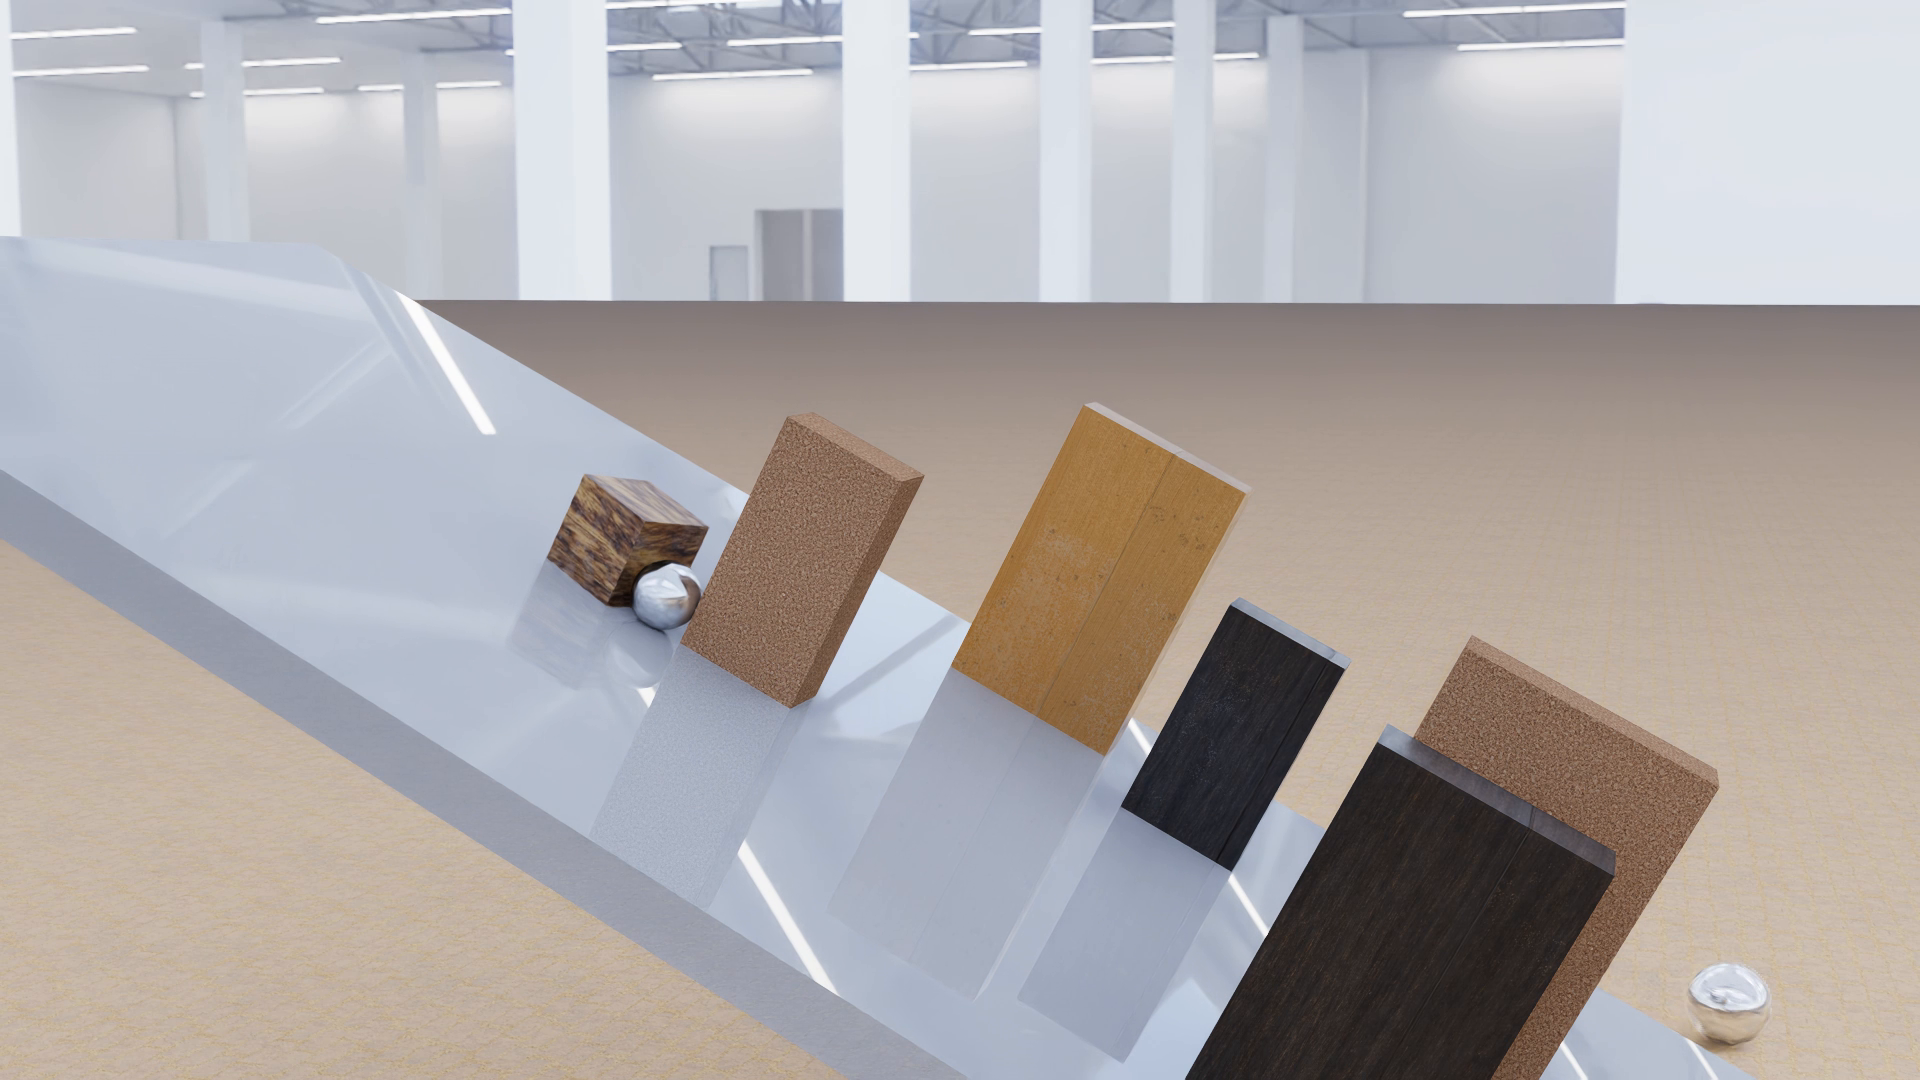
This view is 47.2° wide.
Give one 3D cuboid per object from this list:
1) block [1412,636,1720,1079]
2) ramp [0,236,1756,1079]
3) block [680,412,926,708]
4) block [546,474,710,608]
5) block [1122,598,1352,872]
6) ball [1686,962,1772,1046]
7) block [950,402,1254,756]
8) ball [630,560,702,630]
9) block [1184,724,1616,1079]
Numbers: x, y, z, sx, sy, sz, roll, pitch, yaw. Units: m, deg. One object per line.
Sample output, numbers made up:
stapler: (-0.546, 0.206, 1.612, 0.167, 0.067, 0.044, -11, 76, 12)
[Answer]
block: (0.806, 0.593, 3.482, 0.423, 0.768, 0.126, 30, 14, 12)
ramp: (-0.231, 0.386, 4.152, 4.000, 0.100, 2.000, 30, 14, 12)
block: (-0.294, 0.036, 4.091, 0.247, 0.481, 0.134, 30, 14, 12)
block: (-0.635, 0.004, 4.208, 0.182, 0.182, 0.182, 35, 16, 31)
block: (0.549, 0.386, 4.383, 0.255, 0.471, 0.109, 30, 14, 12)
ball: (1.849, 1.116, 5.295, 0.195, 0.195, 0.195, 0, 7, 0)
block: (0.299, 0.082, 4.675, 0.386, 0.639, 0.109, 30, 14, 12)
ball: (-0.549, 0.103, 4.113, 0.131, 0.131, 0.131, 0, 7, 0)
block: (0.615, 0.646, 3.178, 0.364, 0.654, 0.135, 30, 14, 12)
